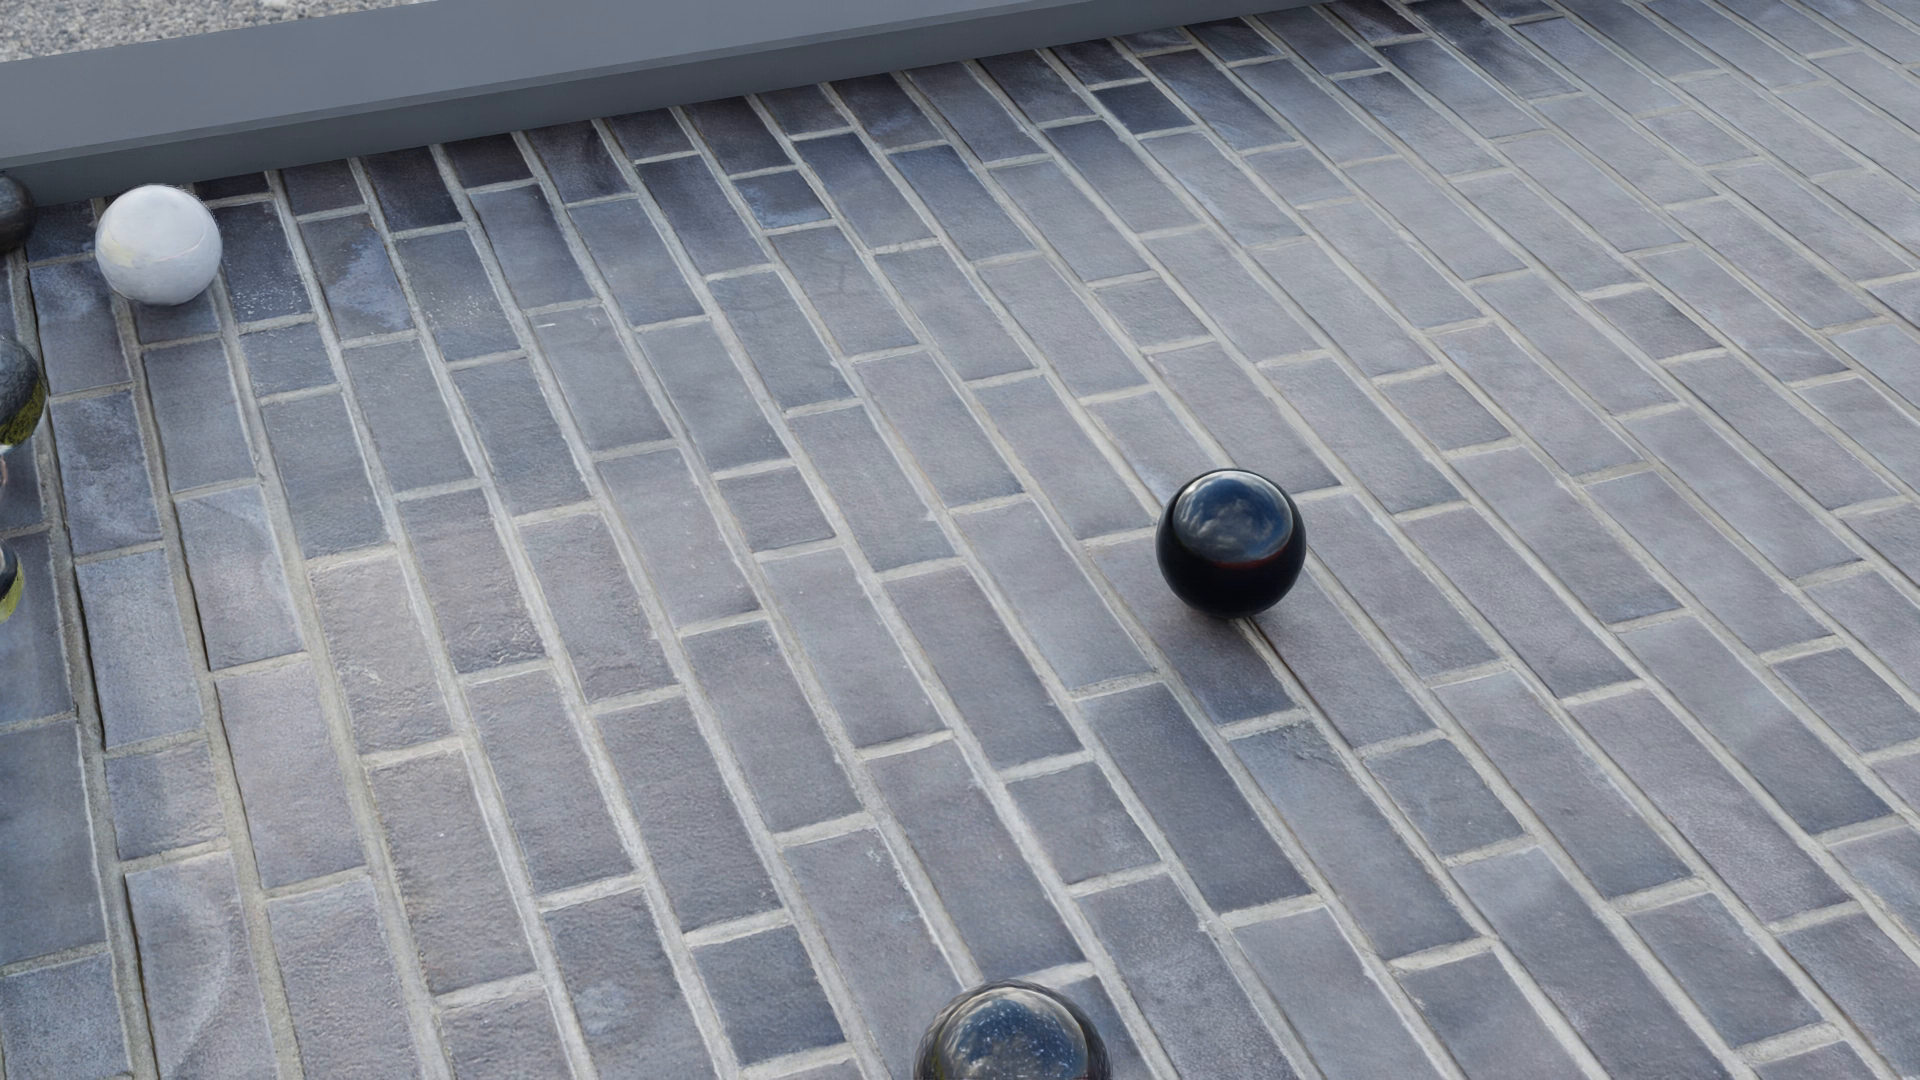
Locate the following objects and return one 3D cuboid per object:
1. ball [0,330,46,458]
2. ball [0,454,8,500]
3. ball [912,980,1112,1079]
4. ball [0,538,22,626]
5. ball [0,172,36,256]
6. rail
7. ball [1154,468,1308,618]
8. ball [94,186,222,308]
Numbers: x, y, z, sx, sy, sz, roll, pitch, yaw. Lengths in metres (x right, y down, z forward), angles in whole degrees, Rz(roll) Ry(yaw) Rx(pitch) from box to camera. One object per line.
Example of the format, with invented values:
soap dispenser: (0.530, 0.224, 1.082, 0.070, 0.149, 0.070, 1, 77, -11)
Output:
ball: (-0.650, -0.096, 1.685, 0.092, 0.092, 0.092, 0, 35, 0)
ball: (-0.640, -0.041, 1.630, 0.065, 0.065, 0.065, 0, 35, 0)
ball: (0.024, 0.251, 1.191, 0.093, 0.093, 0.093, 0, 35, 0)
ball: (-0.597, 0.025, 1.533, 0.069, 0.069, 0.069, 0, 35, 0)
ball: (-0.726, -0.244, 1.920, 0.064, 0.064, 0.064, 0, 35, 0)
rail: (0.353, -0.528, 2.274, 2.573, 0.120, 0.045, -12, 37, -17)
ball: (0.163, 0.002, 1.546, 0.091, 0.091, 0.091, 0, 35, 0)
ball: (-0.580, -0.212, 1.855, 0.087, 0.087, 0.087, 0, 35, 0)
